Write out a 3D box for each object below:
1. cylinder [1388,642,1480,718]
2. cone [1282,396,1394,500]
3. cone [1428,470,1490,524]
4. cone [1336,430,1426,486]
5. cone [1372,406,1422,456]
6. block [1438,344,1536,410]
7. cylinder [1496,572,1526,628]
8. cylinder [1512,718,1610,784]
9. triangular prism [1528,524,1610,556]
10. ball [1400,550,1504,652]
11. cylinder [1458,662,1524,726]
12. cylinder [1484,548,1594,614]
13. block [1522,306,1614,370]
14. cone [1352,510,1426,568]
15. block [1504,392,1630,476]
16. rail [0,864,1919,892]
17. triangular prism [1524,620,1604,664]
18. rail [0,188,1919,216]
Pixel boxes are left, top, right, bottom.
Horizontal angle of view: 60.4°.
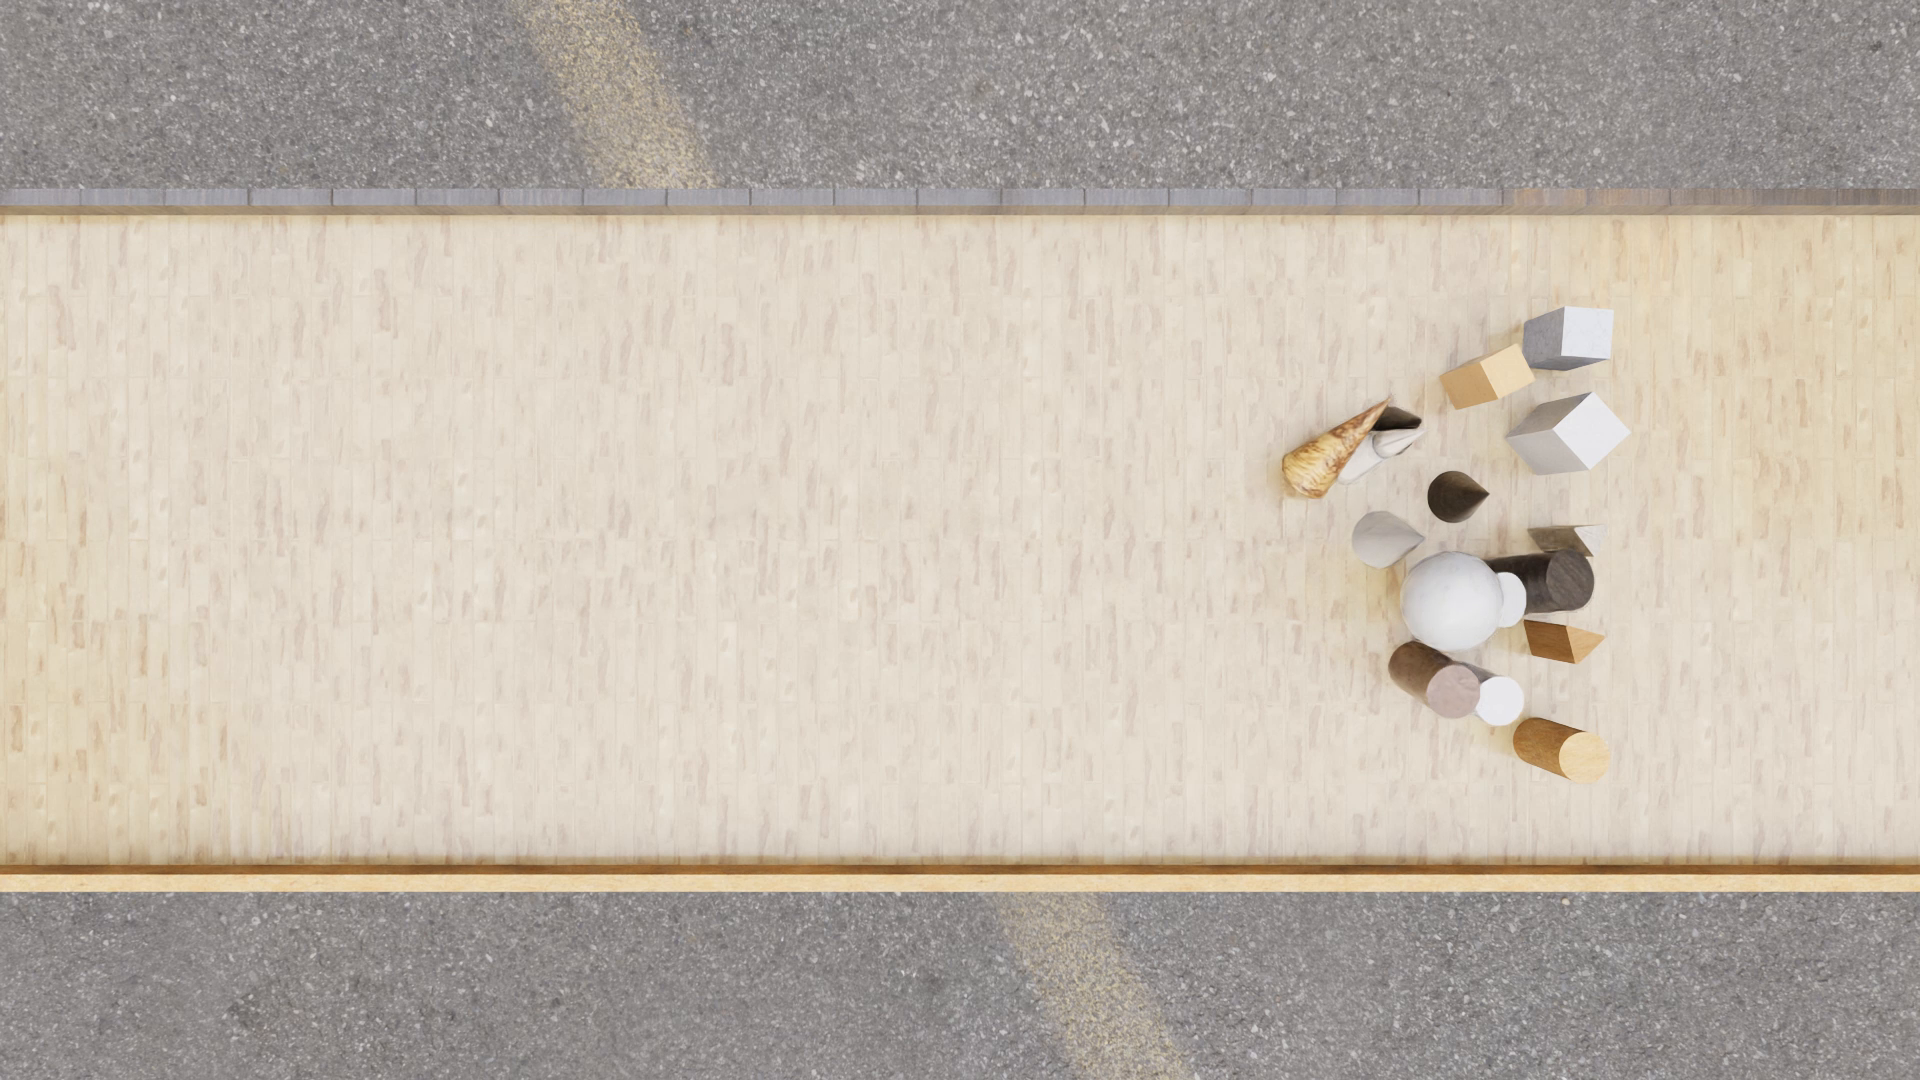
[{"bbox_3d":[1.402,0.412,4.888,0.156,0.359,0.156,0,97,-3],"label":"cylinder"},{"bbox_3d":[1.140,-0.304,4.841,0.171,0.171,0.409,42,133,0],"label":"cone"},{"bbox_3d":[1.518,-0.132,4.899,0.162,0.355,0.162,0,90,0],"label":"cone"},{"bbox_3d":[1.251,-0.282,4.841,0.169,0.439,0.169,3,81,-18],"label":"cone"},{"bbox_3d":[1.323,-0.340,4.899,0.157,0.349,0.157,0,88,-1],"label":"cone"},{"bbox_3d":[1.552,-0.478,4.875,0.118,0.403,0.118,-27,90,0],"label":"block"},{"bbox_3d":[1.499,0.172,4.893,0.160,0.330,0.160,0,90,-25],"label":"cylinder"},{"bbox_3d":[1.775,0.619,4.881,0.146,0.391,0.146,0,90,0],"label":"cylinder"},{"bbox_3d":[1.810,-0.018,4.881,0.087,0.392,0.100,-37,90,0],"label":"triangular prism"},{"bbox_3d":[1.380,0.172,4.629,0.283,0.283,0.283,0,90,0],"label":"ball"},{"bbox_3d":[1.545,0.454,4.913,0.145,0.314,0.145,0,94,-4],"label":"cylinder"},{"bbox_3d":[1.683,0.130,4.885,0.177,0.341,0.177,3,83,-23],"label":"cylinder"},{"bbox_3d":[1.802,-0.596,4.905,0.141,0.343,0.141,4,90,0],"label":"block"},{"bbox_3d":[1.301,-0.003,4.849,0.178,0.448,0.178,0,90,-2],"label":"cone"},{"bbox_3d":[1.783,-0.309,4.866,0.157,0.421,0.157,-42,90,0],"label":"block"},{"bbox_3d":[-2.247,1.025,5.001,12.000,0.150,0.050,0,90,0],"label":"rail"},{"bbox_3d":[1.769,0.281,4.896,0.114,0.361,0.099,-44,90,0],"label":"triangular prism"},{"bbox_3d":[-2.247,-1.025,5.002,12.000,0.150,0.050,0,90,0],"label":"rail"}]
